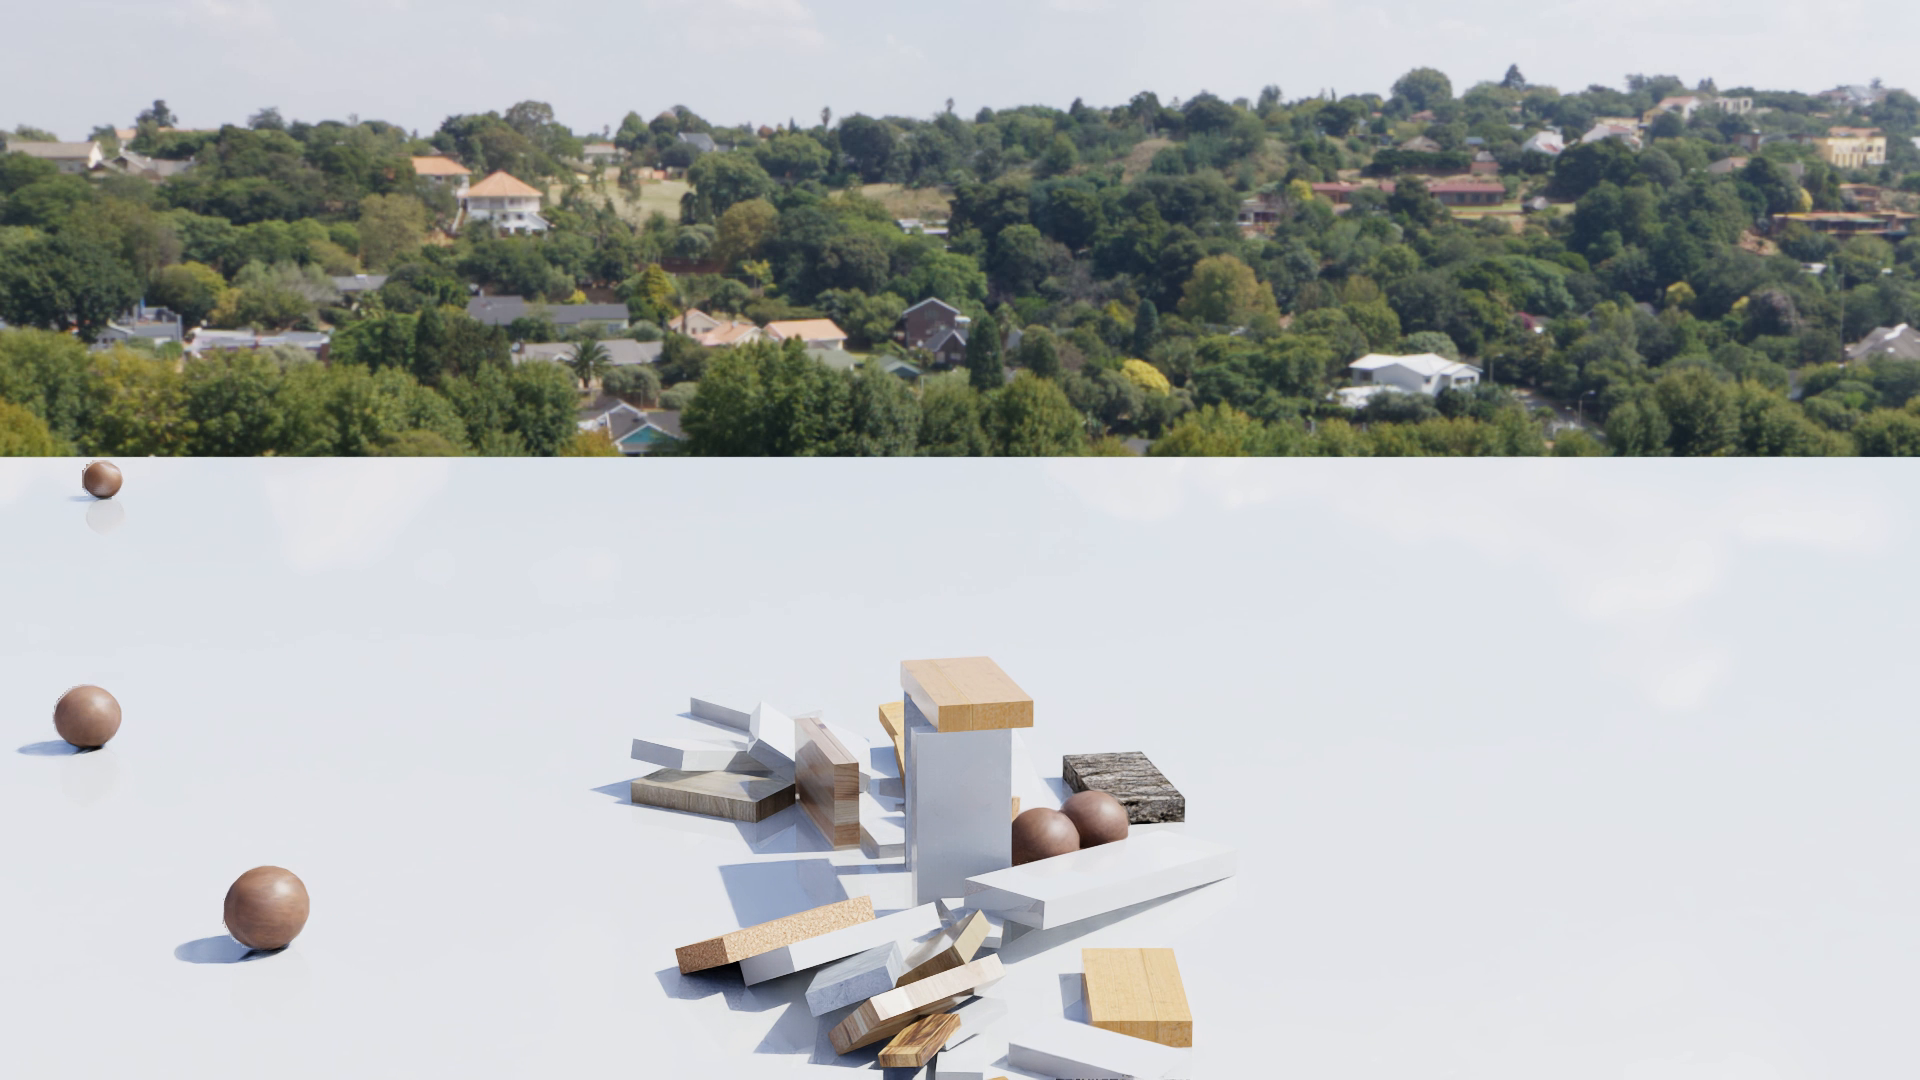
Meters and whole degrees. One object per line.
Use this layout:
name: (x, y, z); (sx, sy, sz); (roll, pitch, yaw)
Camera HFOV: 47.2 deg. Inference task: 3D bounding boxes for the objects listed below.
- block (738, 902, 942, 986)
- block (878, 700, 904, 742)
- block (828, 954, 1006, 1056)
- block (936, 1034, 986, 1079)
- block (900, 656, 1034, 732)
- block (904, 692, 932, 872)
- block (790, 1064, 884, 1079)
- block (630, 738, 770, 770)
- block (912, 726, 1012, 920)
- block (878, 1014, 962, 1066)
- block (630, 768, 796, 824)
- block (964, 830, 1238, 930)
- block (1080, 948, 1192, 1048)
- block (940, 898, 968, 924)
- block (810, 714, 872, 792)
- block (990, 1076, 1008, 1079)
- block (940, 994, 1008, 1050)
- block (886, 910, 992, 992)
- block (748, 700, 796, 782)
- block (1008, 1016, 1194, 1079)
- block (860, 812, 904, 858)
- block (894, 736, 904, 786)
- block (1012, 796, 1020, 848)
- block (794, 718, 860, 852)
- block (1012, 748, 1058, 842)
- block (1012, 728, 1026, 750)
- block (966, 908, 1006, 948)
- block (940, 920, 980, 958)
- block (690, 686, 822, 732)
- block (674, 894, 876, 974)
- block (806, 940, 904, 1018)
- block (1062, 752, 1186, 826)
block: (-0.179, 0.608, 3.311); (0.276, 0.039, 0.138); (-9, -12, -40)
block: (-0.061, 0.395, 4.419); (0.130, 0.037, 0.260); (-10, 26, -17)
block: (-0.058, 0.648, 3.072); (0.238, 0.034, 0.119); (-10, -27, -43)
block: (0.002, 0.706, 2.994); (0.063, 0.018, 0.127); (0, 11, 3)
block: (0.007, 0.254, 3.653); (0.156, 0.044, 0.311); (-2, 11, -13)
block: (-0.017, 0.411, 3.777); (0.156, 0.311, 0.044); (-1, 11, -4)
block: (-0.180, 0.734, 2.809); (0.112, 0.032, 0.223); (2, 11, 12)
block: (-0.497, 0.420, 4.308); (0.137, 0.039, 0.275); (8, 0, 37)
block: (0.002, 0.454, 3.551); (0.156, 0.311, 0.044); (-2, 11, -12)
block: (-0.053, 0.676, 2.976); (0.063, 0.018, 0.127); (-7, 10, 26)
block: (-0.467, 0.478, 4.163); (0.279, 0.040, 0.140); (5, 12, 27)
block: (0.240, 0.552, 3.606); (0.159, 0.045, 0.536); (9, 8, 40)
block: (0.253, 0.660, 3.185); (0.138, 0.039, 0.276); (0, 11, 0)
block: (0.013, 0.597, 3.487); (0.060, 0.017, 0.121); (1, 11, -16)
block: (-0.244, 0.420, 4.343); (0.130, 0.037, 0.260); (24, 8, -7)
block: (0.089, 0.753, 2.702); (0.112, 0.032, 0.368); (-5, 12, -26)
block: (0.001, 0.670, 3.058); (0.063, 0.018, 0.127); (-2, 14, 45)
block: (-0.030, 0.610, 3.220); (0.119, 0.034, 0.238); (-32, -3, 9)
block: (-0.350, 0.406, 4.350); (0.137, 0.039, 0.275); (34, 7, -10)
block: (0.190, 0.702, 2.977); (0.223, 0.032, 0.112); (7, 12, 34)
block: (-0.124, 0.527, 3.938); (0.089, 0.025, 0.177); (-3, 11, -17)
block: (-0.045, 0.447, 4.199); (0.130, 0.037, 0.260); (-2, 22, -8)
block: (0.024, 0.492, 3.948); (0.177, 0.089, 0.025); (7, 3, 34)
block: (-0.245, 0.443, 4.025); (0.045, 0.159, 0.319); (-3, 11, -17)
block: (0.105, 0.462, 3.991); (0.089, 0.025, 0.177); (-5, 52, -23)
block: (0.089, 0.401, 4.316); (0.039, 0.137, 0.367); (-35, 11, 2)
block: (0.037, 0.598, 3.394); (0.060, 0.017, 0.121); (4, 10, 4)
block: (0.001, 0.624, 3.440); (0.060, 0.017, 0.121); (0, 11, -1)
block: (-0.441, 0.370, 4.743); (0.139, 0.040, 0.279); (-10, 15, -43)
block: (-0.281, 0.602, 3.358); (0.276, 0.039, 0.138); (-9, -10, -41)
block: (-0.148, 0.625, 3.144); (0.119, 0.034, 0.238); (-20, -2, 1)
block: (0.308, 0.471, 4.186); (0.159, 0.045, 0.319); (-2, 11, -10)
